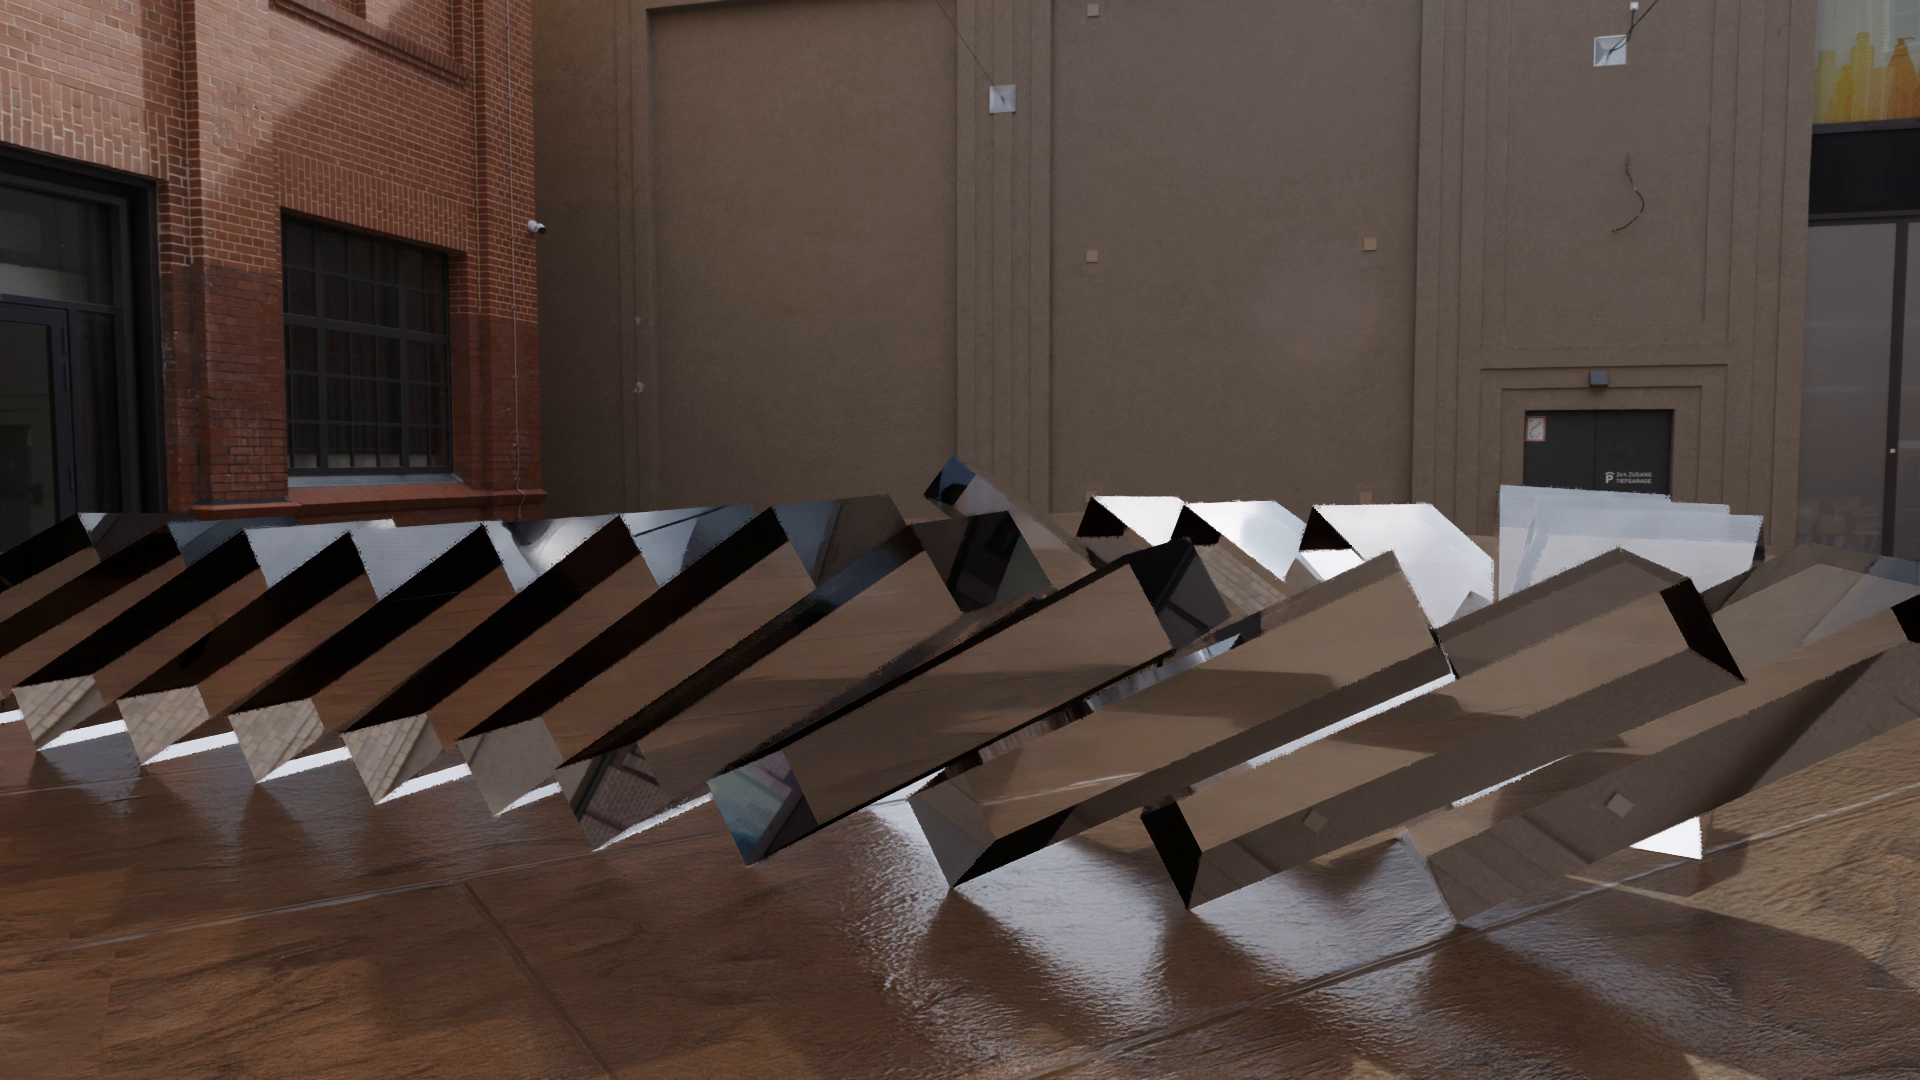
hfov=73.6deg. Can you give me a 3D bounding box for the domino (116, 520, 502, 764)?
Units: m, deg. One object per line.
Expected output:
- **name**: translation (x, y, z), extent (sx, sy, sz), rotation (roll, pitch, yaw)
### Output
- **domino**: translation (-0.086, 0.014, 0.173), extent (0.050, 0.010, 0.025), rotation (-29, -8, 23)

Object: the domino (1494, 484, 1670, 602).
- **domino**: translation (0.094, 0.010, 0.192), extent (0.025, 0.009, 0.050), rotation (5, 38, 20)

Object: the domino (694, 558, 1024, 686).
- **domino**: translation (-0.014, 0.014, 0.201), extent (0.025, 0.009, 0.050), rotation (-24, -19, 28)

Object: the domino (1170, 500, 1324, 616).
- **domino**: translation (0.064, 0.009, 0.235), extent (0.025, 0.010, 0.050), rotation (-3, 32, -34)

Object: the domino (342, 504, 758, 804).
- **domino**: translation (-0.047, 0.013, 0.154), extent (0.050, 0.010, 0.025), rotation (-34, -10, 22)

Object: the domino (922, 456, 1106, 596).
- **domino**: translation (0.018, 0.004, 0.248), extent (0.050, 0.009, 0.025), rotation (39, 8, 20)

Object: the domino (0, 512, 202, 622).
- **domino**: translation (-0.144, 0.011, 0.197), extent (0.050, 0.009, 0.025), rotation (-27, -2, 5)

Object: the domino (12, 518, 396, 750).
- **domino**: translation (-0.105, 0.013, 0.182), extent (0.050, 0.009, 0.025), rotation (-28, -5, 19)

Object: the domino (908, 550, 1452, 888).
- **domino**: translation (0.022, 0.017, 0.128), extent (0.050, 0.009, 0.025), rotation (-28, -4, 17)

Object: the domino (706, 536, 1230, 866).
- **domino**: translation (0.001, 0.016, 0.132), extent (0.050, 0.010, 0.025), rotation (-30, -8, 22)

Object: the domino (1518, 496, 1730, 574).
- **domino**: translation (0.088, 0.012, 0.172), extent (0.025, 0.009, 0.050), rotation (5, 37, 30)

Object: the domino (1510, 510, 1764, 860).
- **domino**: translation (0.078, 0.014, 0.153), extent (0.025, 0.010, 0.050), rotation (3, 36, 38)

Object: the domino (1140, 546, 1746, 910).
- **domino**: translation (0.043, 0.017, 0.122), extent (0.050, 0.009, 0.025), rotation (-28, -2, 16)

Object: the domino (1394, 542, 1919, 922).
- **domino**: translation (0.065, 0.017, 0.122), extent (0.050, 0.009, 0.025), rotation (-28, 2, 9)

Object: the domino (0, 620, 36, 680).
- **domino**: translation (-0.186, 0.022, 0.215), extent (0.025, 0.009, 0.050), rotation (0, 4, 2)

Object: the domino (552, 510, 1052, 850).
- **domino**: translation (-0.017, 0.015, 0.137), extent (0.050, 0.009, 0.025), rotation (-34, -9, 22)

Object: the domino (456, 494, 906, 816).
- **domino**: translation (-0.030, 0.013, 0.145), extent (0.050, 0.010, 0.025), rotation (-34, -9, 23)

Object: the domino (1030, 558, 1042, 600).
- **domino**: translation (-0.012, 0.014, 0.234), extent (0.050, 0.009, 0.025), rotation (-1, -30, -9)

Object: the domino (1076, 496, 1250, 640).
- **domino**: translation (0.048, 0.008, 0.251), extent (0.025, 0.010, 0.050), rotation (-1, 31, -38)

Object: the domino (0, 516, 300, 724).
- **domino**: translation (-0.125, 0.012, 0.192), extent (0.050, 0.009, 0.025), rotation (-27, -2, 11)

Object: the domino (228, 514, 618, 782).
- **domino**: translation (-0.066, 0.014, 0.164), extent (0.050, 0.009, 0.025), rotation (-31, -8, 22)

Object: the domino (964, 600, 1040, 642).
- **domino**: translation (0.000, 0.017, 0.175), extent (0.025, 0.010, 0.050), rotation (0, -13, 0)

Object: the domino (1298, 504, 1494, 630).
- **domino**: translation (0.081, 0.011, 0.216), extent (0.025, 0.009, 0.050), rotation (-1, 32, -17)
